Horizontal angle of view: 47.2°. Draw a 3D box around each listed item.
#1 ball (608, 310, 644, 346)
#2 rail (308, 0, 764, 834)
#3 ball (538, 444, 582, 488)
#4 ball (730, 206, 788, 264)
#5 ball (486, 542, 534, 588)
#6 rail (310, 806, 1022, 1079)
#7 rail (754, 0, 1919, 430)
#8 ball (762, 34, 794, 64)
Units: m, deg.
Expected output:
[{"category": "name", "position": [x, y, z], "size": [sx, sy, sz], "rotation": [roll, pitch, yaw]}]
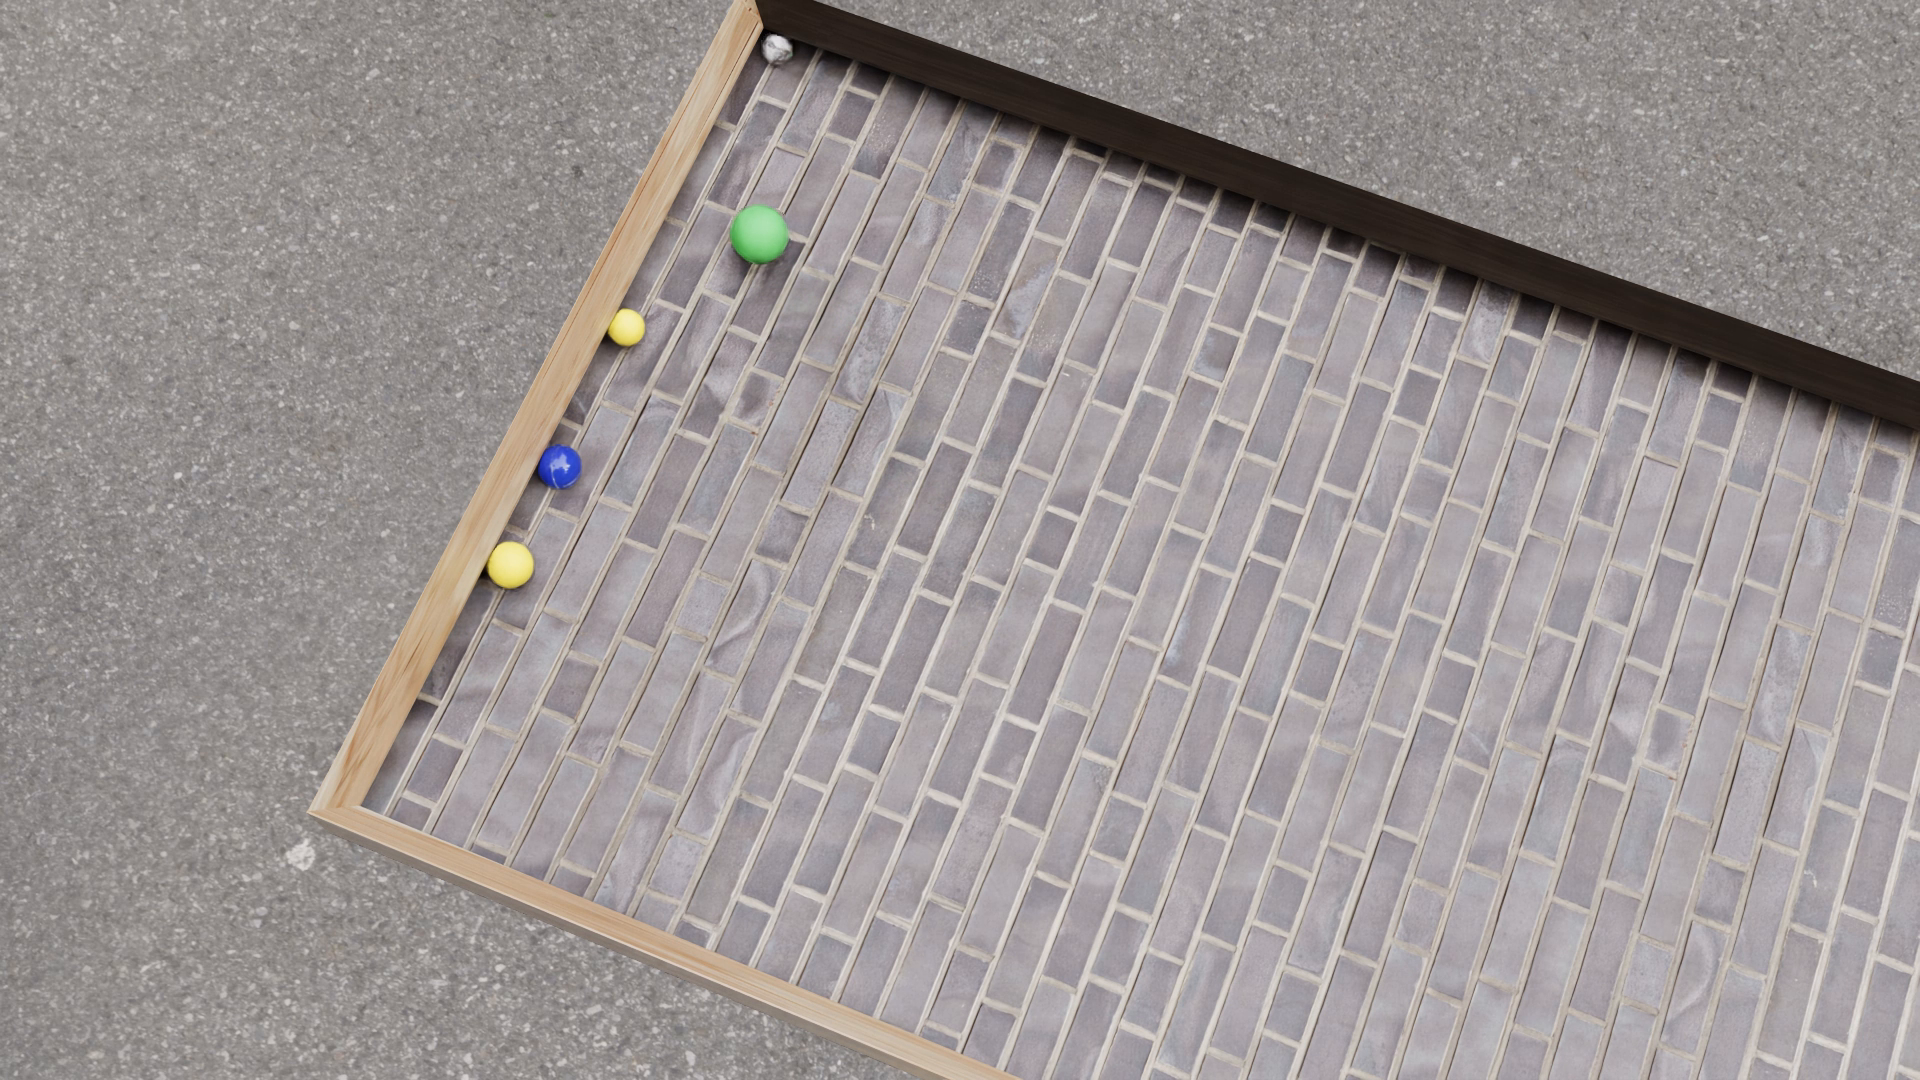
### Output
[{"category": "ball", "position": [-0.549, -0.349, 3.615], "size": [0.061, 0.061, 0.061], "rotation": [0, 69, 0]}, {"category": "rail", "position": [-0.639, -0.251, 3.541], "size": [0.045, 0.124, 1.578], "rotation": [21, 70, 8]}, {"category": "ball", "position": [-0.640, -0.117, 3.518], "size": [0.071, 0.071, 0.071], "rotation": [0, 69, 0]}, {"category": "ball", "position": [-0.333, -0.507, 3.658], "size": [0.095, 0.095, 0.095], "rotation": [0, 69, 0]}, {"category": "ball", "position": [-0.707, 0.040, 3.456], "size": [0.072, 0.072, 0.072], "rotation": [0, 69, 0]}, {"category": "rail", "position": [0.373, 0.900, 3.090], "size": [2.853, 0.124, 0.045], "rotation": [21, 70, 8]}, {"category": "rail", "position": [0.949, -0.420, 3.608], "size": [2.853, 0.124, 0.045], "rotation": [21, 70, 8]}, {"category": "ball", "position": [-0.316, -0.852, 3.815], "size": [0.054, 0.054, 0.054], "rotation": [0, 69, 0]}]
